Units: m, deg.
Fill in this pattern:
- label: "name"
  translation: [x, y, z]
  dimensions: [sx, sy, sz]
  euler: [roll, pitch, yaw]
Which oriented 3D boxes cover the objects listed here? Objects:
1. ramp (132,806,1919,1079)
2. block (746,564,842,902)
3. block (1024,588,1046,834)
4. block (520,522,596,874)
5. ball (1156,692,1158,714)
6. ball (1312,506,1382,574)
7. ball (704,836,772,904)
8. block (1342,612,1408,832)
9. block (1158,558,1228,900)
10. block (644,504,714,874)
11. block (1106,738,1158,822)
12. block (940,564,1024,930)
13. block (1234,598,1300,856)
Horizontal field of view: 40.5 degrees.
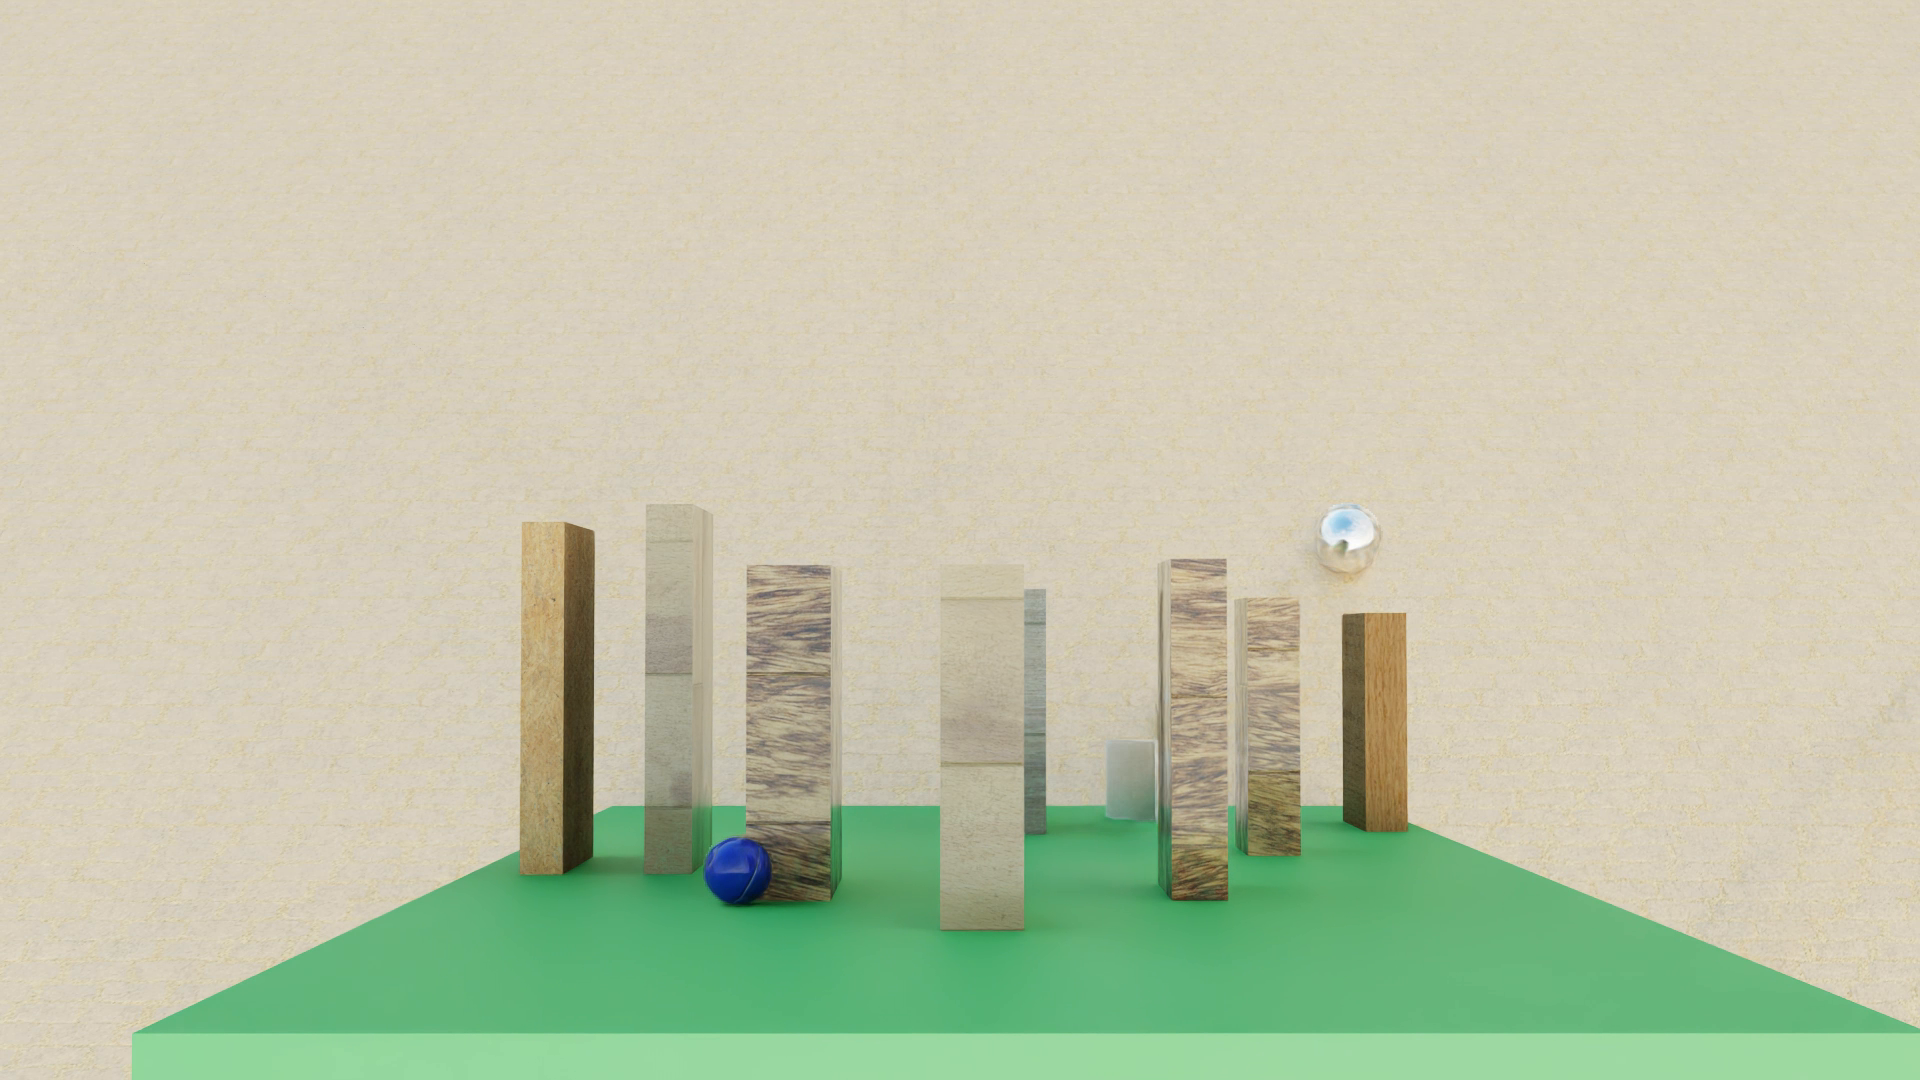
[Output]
- label: "ramp"
  translation: [0.080, 0.676, 4.886]
  dimensions: [2.000, 0.100, 4.000]
  euler: [0, -2, 0]
- label: "block"
  translation: [-0.288, 0.332, 4.580]
  dimensions: [0.142, 0.564, 0.422]
  euler: [0, -2, 0]
- label: "block"
  translation: [0.143, 0.396, 6.093]
  dimensions: [0.104, 0.554, 0.443]
  euler: [0, -2, 0]
- label: "block"
  translation: [-0.783, 0.303, 5.072]
  dimensions: [0.080, 0.660, 0.409]
  euler: [0, -2, 0]
- label: "ball"
  translation: [0.636, 0.450, 7.206]
  dimensions: [0.190, 0.190, 0.190]
  euler: [0, 36, 0]
- label: "ball"
  translation: [1.163, 0.000, 7.811]
  dimensions: [0.204, 0.204, 0.204]
  euler: [0, 36, 0]
- label: "ball"
  translation: [-0.367, 0.548, 4.306]
  dimensions: [0.111, 0.111, 0.111]
  euler: [0, 36, 0]
- label: "block"
  translation: [0.976, 0.424, 6.132]
  dimensions: [0.096, 0.500, 0.357]
  euler: [0, -2, 0]
- label: "block"
  translation: [0.403, 0.325, 4.529]
  dimensions: [0.095, 0.575, 0.303]
  euler: [0, -2, 0]
- label: "block"
  translation: [-0.547, 0.287, 5.078]
  dimensions: [0.089, 0.693, 0.399]
  euler: [0, -2, 0]
- label: "block"
  translation: [0.493, 0.589, 6.398]
  dimensions: [0.191, 0.191, 0.191]
  euler: [2, -3, -35]
- label: "block"
  translation: [0.034, 0.318, 4.057]
  dimensions: [0.126, 0.552, 0.271]
  euler: [0, -2, 0]
- label: "block"
  translation: [0.638, 0.384, 5.408]
  dimensions: [0.107, 0.524, 0.249]
  euler: [0, -2, 0]
